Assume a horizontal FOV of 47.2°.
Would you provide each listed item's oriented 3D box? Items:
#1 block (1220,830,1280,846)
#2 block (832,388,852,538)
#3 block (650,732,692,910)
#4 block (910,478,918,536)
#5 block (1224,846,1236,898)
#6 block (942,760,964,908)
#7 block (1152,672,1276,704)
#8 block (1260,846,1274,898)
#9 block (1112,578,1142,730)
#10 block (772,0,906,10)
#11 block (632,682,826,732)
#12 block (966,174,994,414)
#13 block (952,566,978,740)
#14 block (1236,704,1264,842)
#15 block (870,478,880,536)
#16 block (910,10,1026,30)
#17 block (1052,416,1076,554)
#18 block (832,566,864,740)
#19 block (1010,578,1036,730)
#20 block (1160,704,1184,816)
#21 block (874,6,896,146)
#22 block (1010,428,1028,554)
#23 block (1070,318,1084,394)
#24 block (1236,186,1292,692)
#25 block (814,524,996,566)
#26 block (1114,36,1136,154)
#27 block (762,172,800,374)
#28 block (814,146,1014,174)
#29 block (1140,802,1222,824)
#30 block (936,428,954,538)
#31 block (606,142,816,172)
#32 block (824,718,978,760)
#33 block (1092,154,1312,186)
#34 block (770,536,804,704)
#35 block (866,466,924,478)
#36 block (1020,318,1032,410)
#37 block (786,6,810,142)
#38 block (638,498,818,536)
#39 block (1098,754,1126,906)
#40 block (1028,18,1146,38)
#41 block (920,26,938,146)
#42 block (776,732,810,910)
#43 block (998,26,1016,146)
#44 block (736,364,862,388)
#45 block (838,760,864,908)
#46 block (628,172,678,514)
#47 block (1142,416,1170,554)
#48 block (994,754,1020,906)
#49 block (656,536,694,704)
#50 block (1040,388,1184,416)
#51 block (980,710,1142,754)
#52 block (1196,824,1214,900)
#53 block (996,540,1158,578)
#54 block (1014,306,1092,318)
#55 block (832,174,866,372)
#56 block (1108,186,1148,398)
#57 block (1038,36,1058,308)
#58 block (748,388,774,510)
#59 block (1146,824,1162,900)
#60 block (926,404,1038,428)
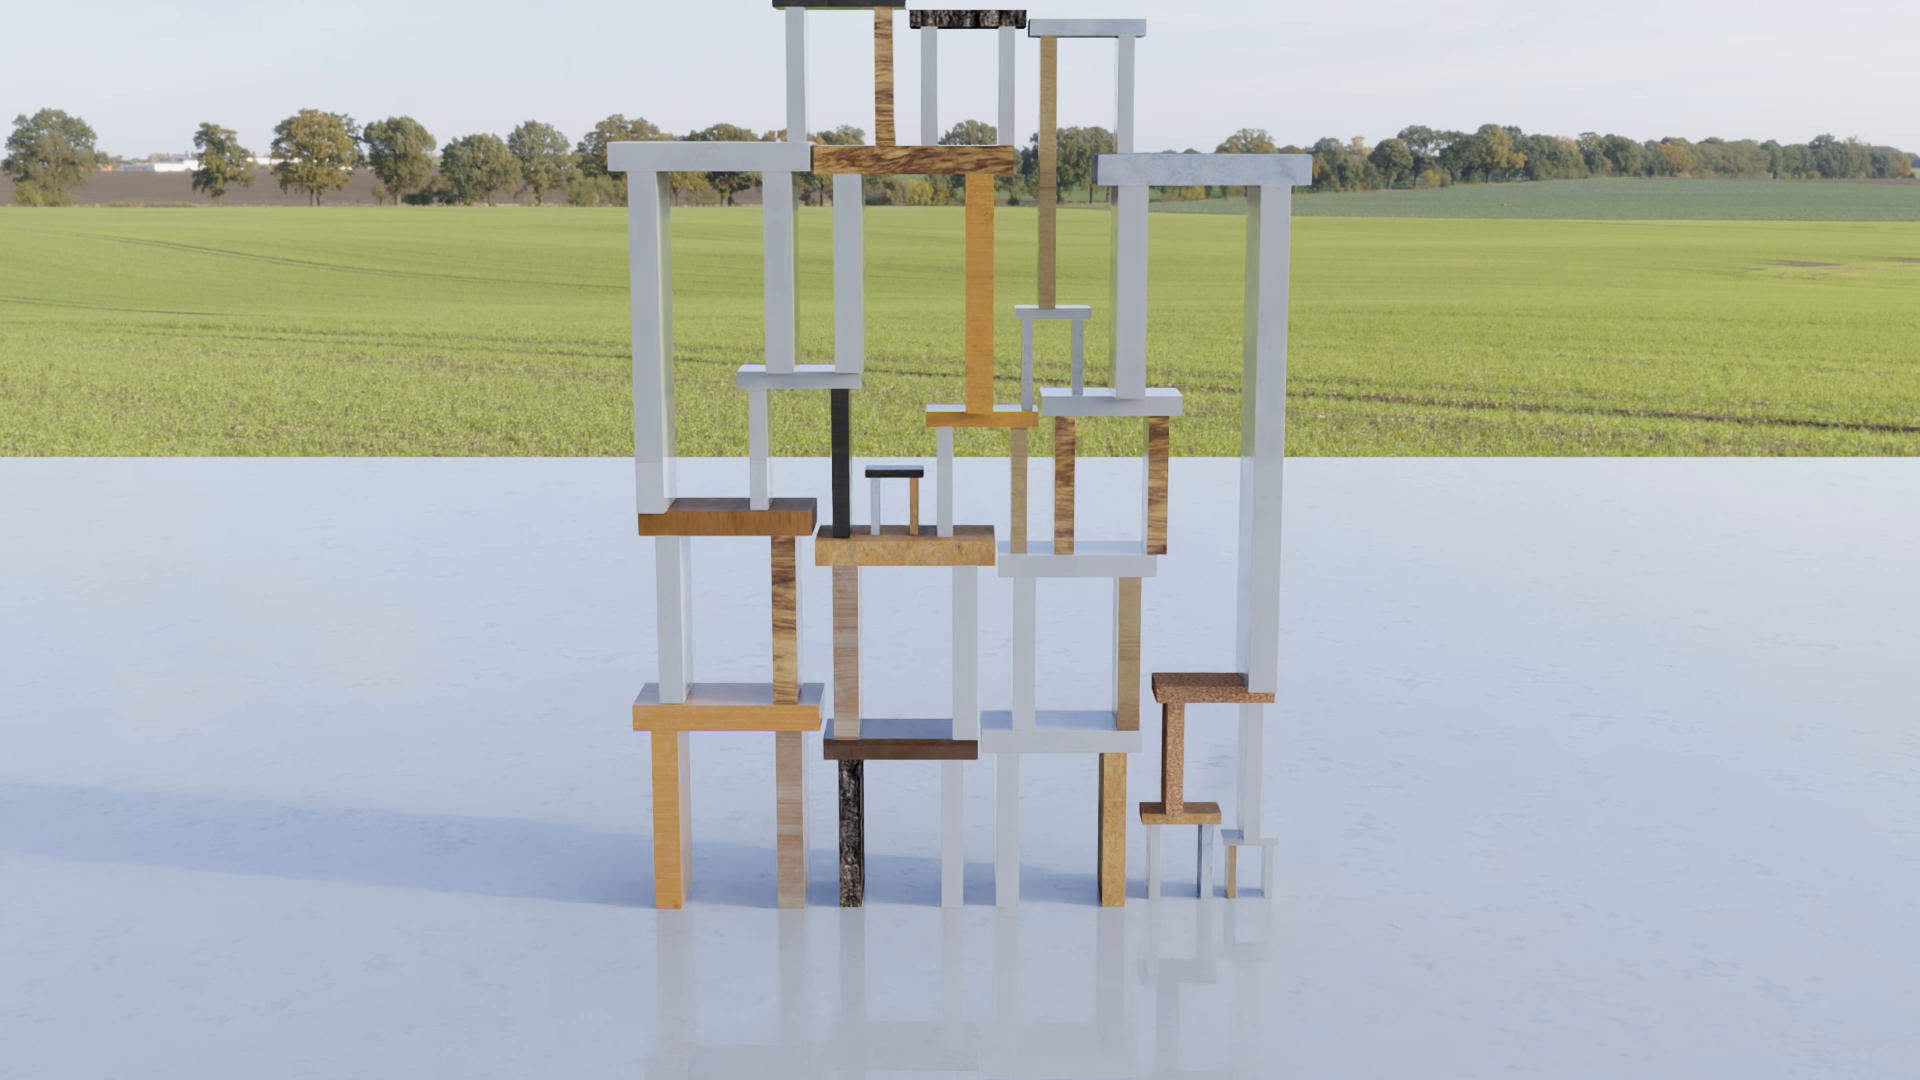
[{"bbox_3d":[0.481,0.494,3.650,0.092,0.013,0.046,0,11,0],"label":"block"},{"bbox_3d":[-0.189,-0.129,3.531,0.028,0.240,0.097,0,11,0],"label":"block"},{"bbox_3d":[-0.477,0.442,3.642,0.043,0.301,0.150,0,11,0],"label":"block"},{"bbox_3d":[-0.074,-0.058,3.547,0.013,0.094,0.047,0,11,0],"label":"block"},{"bbox_3d":[0.450,0.545,3.660,0.013,0.092,0.046,0,11,0],"label":"block"},{"bbox_3d":[-0.013,0.468,3.643,0.035,0.250,0.125,0,11,0],"label":"block"},{"bbox_3d":[0.414,0.242,3.607,0.192,0.027,0.096,0,11,0],"label":"block"},{"bbox_3d":[0.511,0.545,3.660,0.013,0.092,0.046,0,11,0],"label":"block"},{"bbox_3d":[0.272,0.172,3.594,0.036,0.253,0.126,0,11,0],"label":"block"},{"bbox_3d":[-0.185,-0.838,3.405,0.203,0.029,0.102,0,11,0],"label":"block"},{"bbox_3d":[-0.376,0.273,3.611,0.301,0.043,0.150,0,11,0],"label":"block"},{"bbox_3d":[0.031,-0.393,3.487,0.043,0.371,0.153,0,11,0],"label":"block"},{"bbox_3d":[0.008,0.169,3.589,0.041,0.286,0.143,0,11,0],"label":"block"},{"bbox_3d":[0.478,0.371,3.631,0.027,0.235,0.096,0,11,0],"label":"block"},{"bbox_3d":[-0.136,-0.058,3.547,0.013,0.094,0.047,0,11,0],"label":"block"},{"bbox_3d":[0.012,-0.806,3.408,0.179,0.025,0.090,0,11,0],"label":"block"},{"bbox_3d":[0.166,-0.096,3.543,0.031,0.222,0.111,0,11,0],"label":"block"},{"bbox_3d":[-0.183,0.169,3.589,0.041,0.286,0.143,0,11,0],"label":"block"},{"bbox_3d":[0.103,0.172,3.594,0.036,0.253,0.126,0,11,0],"label":"block"},{"bbox_3d":[0.351,0.350,3.628,0.027,0.192,0.096,0,11,0],"label":"block"},{"bbox_3d":[-0.117,-0.721,3.427,0.029,0.209,0.102,0,11,0],"label":"block"},{"bbox_3d":[0.094,-0.087,3.543,0.025,0.203,0.089,0,11,0],"label":"block"},{"bbox_3d":[0.186,-0.295,3.501,0.017,0.120,0.060,0,11,0],"label":"block"},{"bbox_3d":[0.485,-0.165,3.529,0.047,0.802,0.164,0,11,0],"label":"block"},{"bbox_3d":[-0.087,0.008,3.559,0.286,0.041,0.143,0,11,0],"label":"block"},{"bbox_3d":[0.256,-0.693,3.431,0.025,0.179,0.090,0,11,0],"label":"block"},{"bbox_3d":[-0.281,-0.427,3.477,0.044,0.310,0.155,0,11,0],"label":"block"},{"bbox_3d":[-0.072,-0.597,3.449,0.306,0.043,0.153,0,11,0],"label":"block"},{"bbox_3d":[0.365,0.453,3.647,0.130,0.018,0.065,0,11,0],"label":"block"},{"bbox_3d":[-0.024,-0.099,3.541,0.025,0.177,0.089,0,11,0],"label":"block"},{"bbox_3d":[-0.385,-0.601,3.444,0.310,0.044,0.155,0,11,0],"label":"block"},{"bbox_3d":[-0.096,0.327,3.617,0.250,0.035,0.125,0,11,0],"label":"block"},{"bbox_3d":[0.375,-0.582,3.451,0.329,0.047,0.164,0,11,0],"label":"block"},{"bbox_3d":[-0.281,0.116,3.586,0.039,0.275,0.138,0,11,0],"label":"block"},{"bbox_3d":[-0.105,-0.110,3.537,0.094,0.013,0.047,0,11,0],"label":"block"},{"bbox_3d":[0.106,-0.282,3.504,0.017,0.145,0.060,0,11,0],"label":"block"},{"bbox_3d":[-0.252,-0.724,3.426,0.029,0.203,0.102,0,11,0],"label":"block"},{"bbox_3d":[-0.373,-0.038,3.557,0.275,0.039,0.138,0,11,0],"label":"block"},{"bbox_3d":[0.252,0.461,3.648,0.037,0.261,0.131,0,11,0],"label":"block"},{"bbox_3d":[0.196,-0.794,3.412,0.179,0.025,0.090,0,11,0],"label":"block"},{"bbox_3d":[-0.048,-0.706,3.427,0.025,0.179,0.090,0,11,0],"label":"block"},{"bbox_3d":[-0.276,0.442,3.643,0.043,0.301,0.150,0,11,0],"label":"block"},{"bbox_3d":[0.072,-0.706,3.427,0.025,0.179,0.090,0,11,0],"label":"block"},{"bbox_3d":[-0.254,-0.260,3.507,0.194,0.028,0.097,0,11,0],"label":"block"},{"bbox_3d":[-0.179,0.468,3.643,0.035,0.250,0.125,0,11,0],"label":"block"},{"bbox_3d":[-0.488,-0.318,3.497,0.044,0.532,0.155,0,11,0],"label":"block"},{"bbox_3d":[0.314,-0.096,3.543,0.031,0.222,0.111,0,11,0],"label":"block"},{"bbox_3d":[0.078,0.461,3.648,0.037,0.261,0.131,0,11,0],"label":"block"},{"bbox_3d":[-0.465,0.116,3.586,0.039,0.275,0.138,0,11,0],"label":"block"},{"bbox_3d":[0.240,-0.221,3.520,0.222,0.031,0.111,0,11,0],"label":"block"},{"bbox_3d":[0.165,0.315,3.620,0.261,0.037,0.131,0,11,0],"label":"block"},{"bbox_3d":[0.408,0.526,3.661,0.018,0.130,0.065,0,11,0],"label":"block"},{"bbox_3d":[0.187,0.030,3.567,0.253,0.036,0.126,0,11,0],"label":"block"},{"bbox_3d":[0.147,-0.362,3.489,0.120,0.017,0.060,0,11,0],"label":"block"},{"bbox_3d":[-0.174,-0.425,3.481,0.043,0.306,0.153,0,11,0],"label":"block"},{"bbox_3d":[0.266,-0.398,3.486,0.047,0.329,0.164,0,11,0],"label":"block"},{"bbox_3d":[0.137,-0.576,3.452,0.025,0.417,0.090,0,11,0],"label":"block"},{"bbox_3d":[-0.319,-0.151,3.527,0.028,0.194,0.097,0,11,0],"label":"block"},{"bbox_3d":[0.322,0.526,3.661,0.018,0.130,0.065,0,10,0],"label":"block"},{"bbox_3d":[0.035,-0.199,3.523,0.177,0.025,0.089,0,11,0],"label":"block"}]
